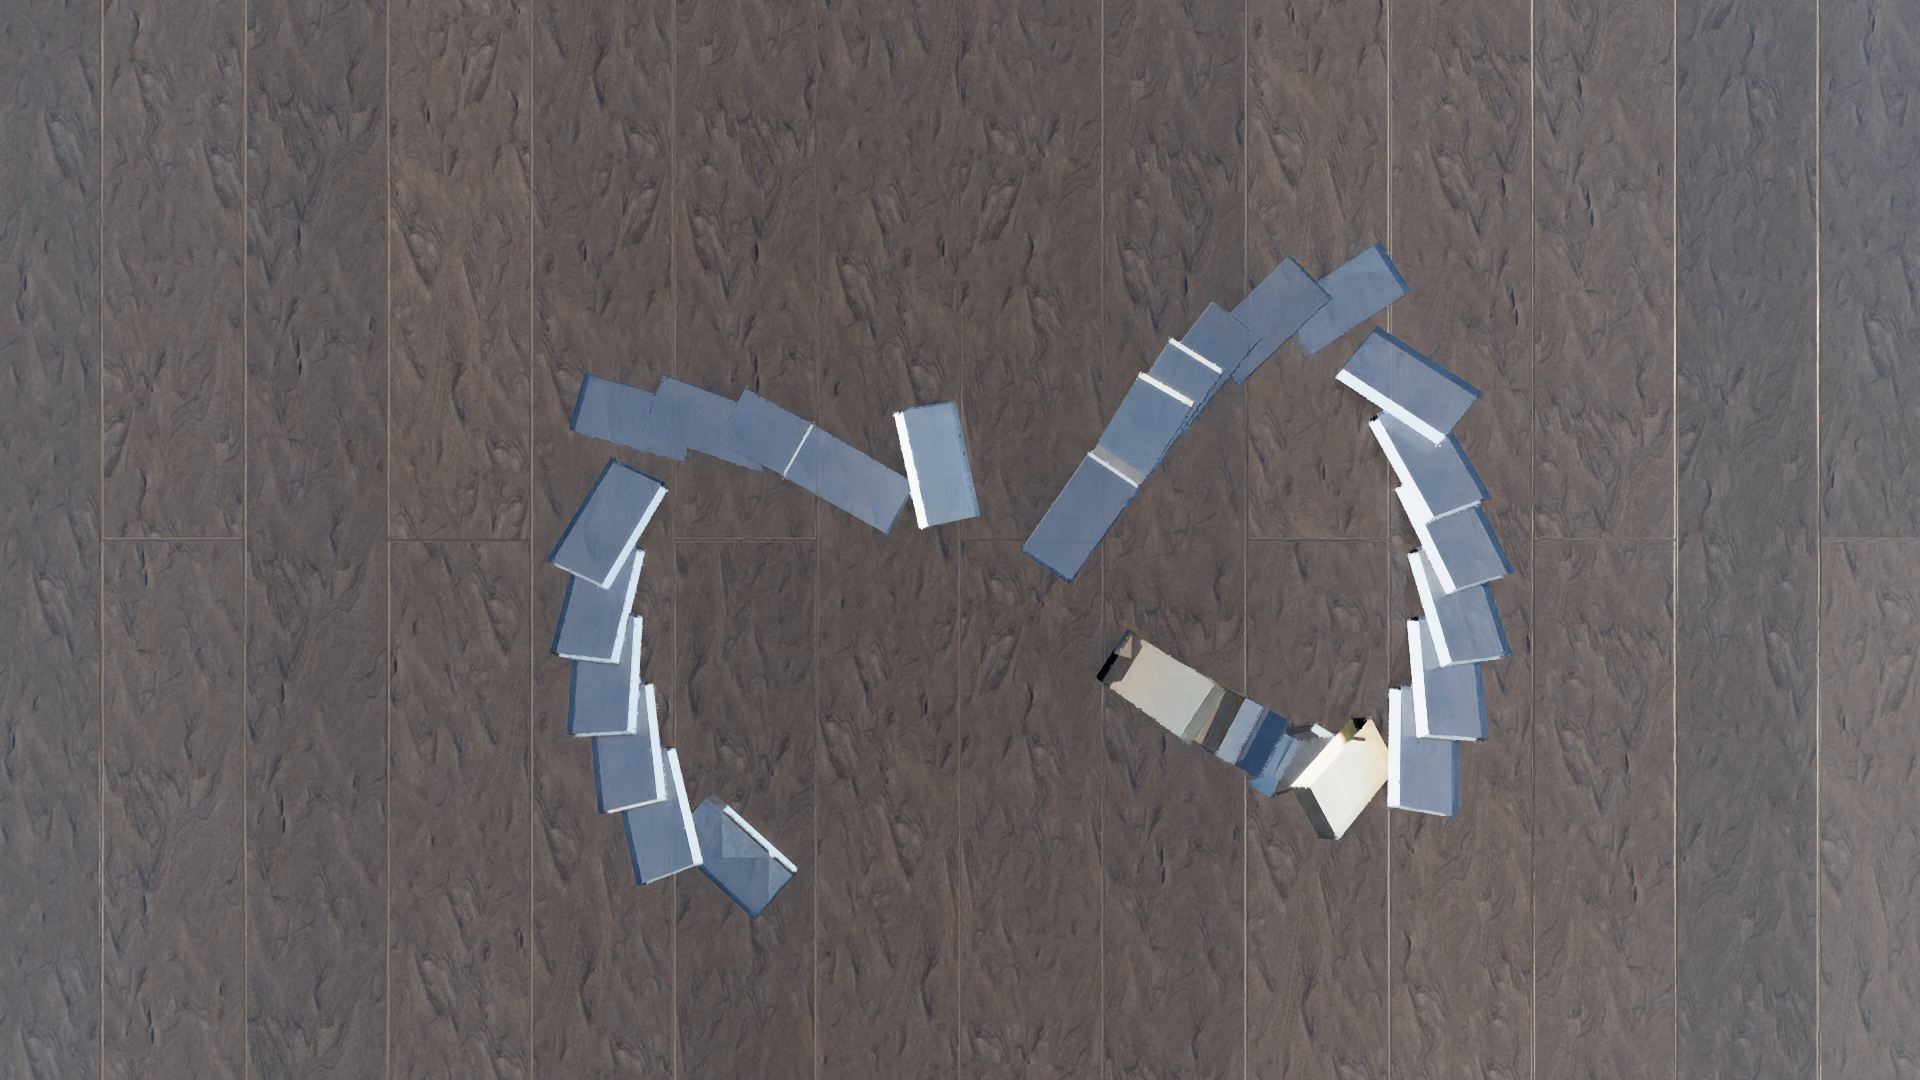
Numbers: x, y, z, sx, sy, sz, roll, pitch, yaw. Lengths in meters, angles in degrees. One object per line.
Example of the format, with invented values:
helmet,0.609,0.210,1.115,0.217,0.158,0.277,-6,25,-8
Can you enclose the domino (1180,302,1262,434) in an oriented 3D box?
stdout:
domino,0.100,-0.073,0.388,0.025,0.009,0.050,37,107,0

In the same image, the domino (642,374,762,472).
domino,-0.105,-0.049,0.388,0.050,0.010,0.025,19,90,-17

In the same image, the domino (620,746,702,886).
domino,-0.128,0.116,0.387,0.025,0.010,0.050,-20,71,0

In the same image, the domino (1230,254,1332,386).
domino,0.128,-0.093,0.388,0.025,0.010,0.050,45,107,0

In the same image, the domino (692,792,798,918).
domino,-0.098,0.136,0.395,0.050,0.010,0.025,42,90,0

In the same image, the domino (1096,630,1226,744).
domino,0.082,0.059,0.378,0.010,0.050,0.025,33,90,-40

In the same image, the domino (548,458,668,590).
domino,-0.148,-0.007,0.388,0.025,0.010,0.050,25,72,1

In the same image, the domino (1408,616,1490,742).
domino,0.206,0.058,0.388,0.025,0.010,0.050,4,72,0

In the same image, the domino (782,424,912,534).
domino,-0.047,-0.025,0.388,0.050,0.009,0.025,30,89,-18

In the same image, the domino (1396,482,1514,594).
domino,0.208,-0.005,0.388,0.025,0.009,0.050,-17,71,0

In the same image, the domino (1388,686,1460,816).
domino,0.196,0.089,0.388,0.025,0.010,0.050,10,72,0

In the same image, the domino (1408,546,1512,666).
domino,0.211,0.026,0.388,0.025,0.009,0.050,-8,71,0

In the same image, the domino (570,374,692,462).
domino,-0.139,-0.052,0.395,0.050,0.009,0.025,15,90,0

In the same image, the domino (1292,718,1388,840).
domino,0.161,0.099,0.382,0.050,0.010,0.025,-32,96,-32

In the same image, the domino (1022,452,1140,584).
domino,0.051,-0.009,0.388,0.025,0.010,0.050,34,108,0

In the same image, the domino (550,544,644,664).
domino,-0.153,0.025,0.387,0.025,0.009,0.050,7,71,0

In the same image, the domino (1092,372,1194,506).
domino,0.073,-0.042,0.383,0.025,0.009,0.050,30,118,2

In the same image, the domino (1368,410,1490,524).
domino,0.198,-0.035,0.388,0.025,0.009,0.050,-21,72,-1

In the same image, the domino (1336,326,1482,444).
domino,0.189,-0.066,0.387,0.050,0.010,0.025,39,83,15

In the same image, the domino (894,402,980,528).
domino,-0.010,-0.032,0.391,0.025,0.010,0.050,-12,90,-25

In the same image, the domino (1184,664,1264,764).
domino,0.101,0.070,0.375,0.009,0.050,0.025,28,90,-17

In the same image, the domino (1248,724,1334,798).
domino,0.137,0.090,0.375,0.009,0.050,0.025,32,102,36

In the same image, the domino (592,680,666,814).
domino,-0.141,0.087,0.388,0.025,0.010,0.050,-13,71,0

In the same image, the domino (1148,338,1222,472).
domino,0.084,-0.056,0.384,0.025,0.009,0.050,32,118,1

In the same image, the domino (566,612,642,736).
domino,-0.150,0.057,0.388,0.025,0.009,0.050,-3,72,0

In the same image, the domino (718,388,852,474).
domino,-0.074,-0.041,0.388,0.050,0.010,0.025,28,89,-18

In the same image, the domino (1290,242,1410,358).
domino,0.165,-0.103,0.395,0.050,0.009,0.025,-33,90,0

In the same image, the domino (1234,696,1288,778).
domino,0.118,0.079,0.375,0.010,0.050,0.025,28,90,7
